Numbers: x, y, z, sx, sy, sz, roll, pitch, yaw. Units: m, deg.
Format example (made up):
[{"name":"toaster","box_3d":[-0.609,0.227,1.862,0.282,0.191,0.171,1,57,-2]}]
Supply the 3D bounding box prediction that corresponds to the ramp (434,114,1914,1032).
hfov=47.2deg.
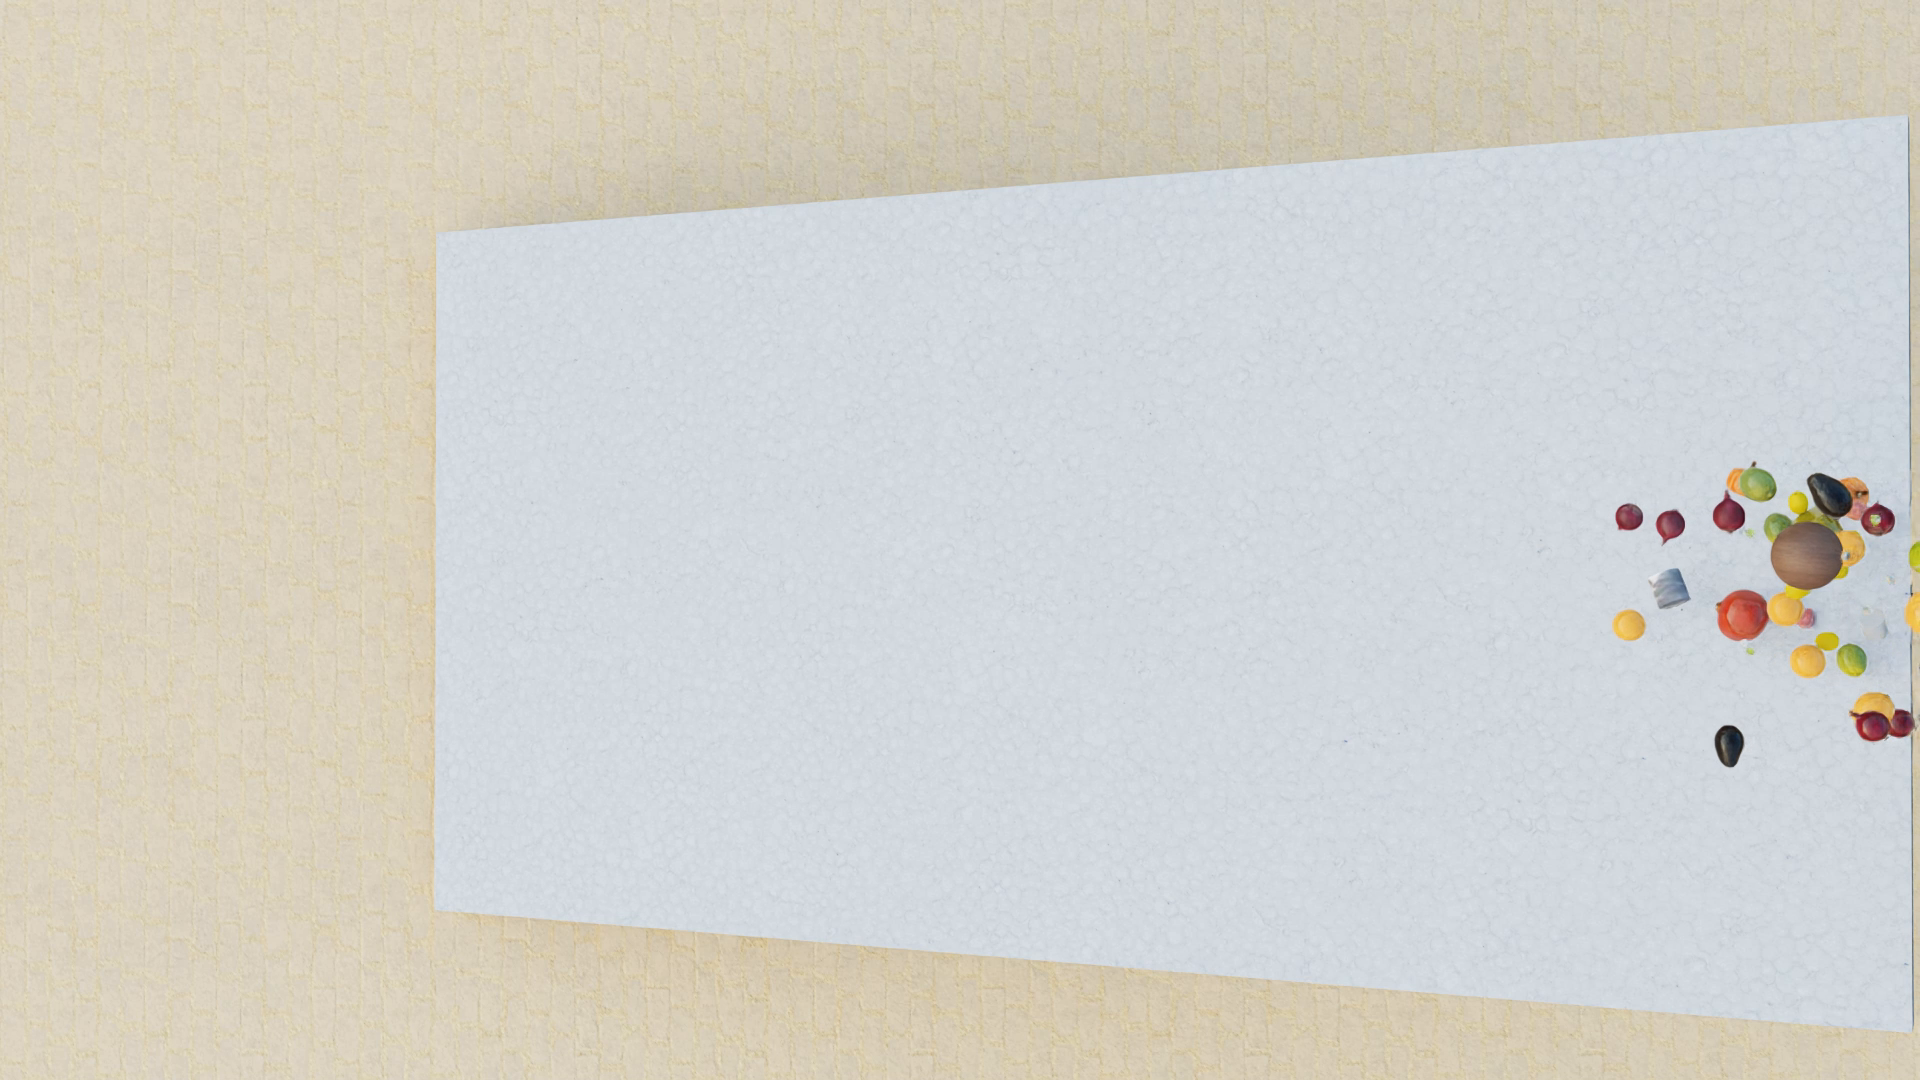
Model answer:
[{"name":"ramp","box_3d":[0.282,0.082,5.687,4.000,0.100,2.000,0,89,25]}]

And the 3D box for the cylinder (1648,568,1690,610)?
[{"name":"cylinder","box_3d":[1.468,0.101,4.552,0.066,0.066,0.066,-15,72,0]}]

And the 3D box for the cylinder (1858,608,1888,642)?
[{"name":"cylinder","box_3d":[1.936,0.180,4.659,0.052,0.052,0.052,-37,132,0]}]

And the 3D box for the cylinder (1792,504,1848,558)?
[{"name":"cylinder","box_3d":[1.775,-0.019,4.536,0.080,0.080,0.080,-32,98,0]}]
